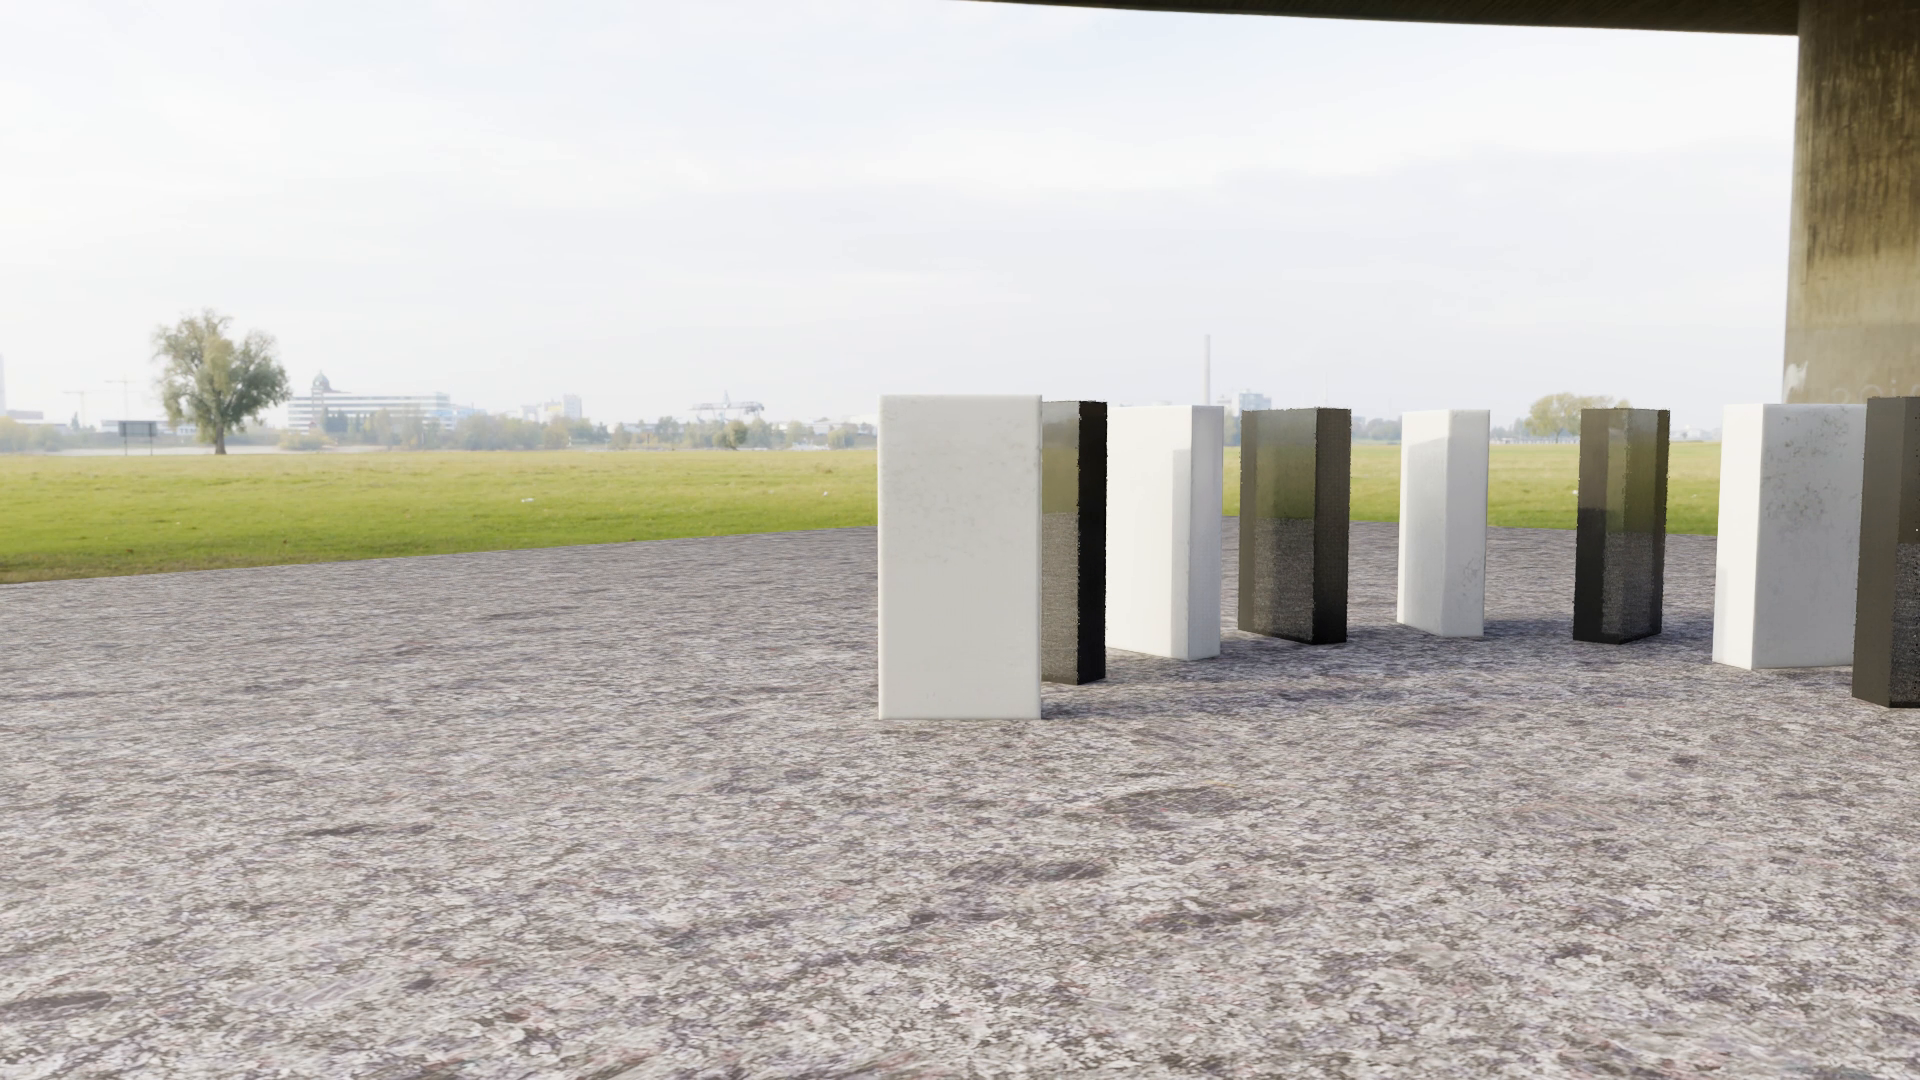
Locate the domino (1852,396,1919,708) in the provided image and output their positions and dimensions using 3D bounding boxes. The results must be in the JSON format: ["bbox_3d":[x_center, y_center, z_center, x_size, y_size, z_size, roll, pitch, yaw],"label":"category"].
[{"bbox_3d":[0.162,0.002,0.209,0.025,0.050,0.010,0,4,3],"label":"domino"}]

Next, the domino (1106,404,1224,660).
[{"bbox_3d":[0.041,-0.002,0.263,0.009,0.050,0.025,-3,5,-38],"label":"domino"}]

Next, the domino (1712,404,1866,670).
[{"bbox_3d":[0.161,-0.001,0.247,0.025,0.050,0.009,-1,4,-11],"label":"domino"}]

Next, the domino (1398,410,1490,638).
[{"bbox_3d":[0.110,-0.004,0.293,0.010,0.050,0.025,0,4,-3],"label":"domino"}]

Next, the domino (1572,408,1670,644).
[{"bbox_3d":[0.145,-0.004,0.282,0.025,0.050,0.010,-4,6,-43],"label":"domino"}]

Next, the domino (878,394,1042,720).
[{"bbox_3d":[0.000,0.002,0.201,0.025,0.050,0.009,0,4,0],"label":"domino"}]

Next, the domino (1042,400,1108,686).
[{"bbox_3d":[0.014,0.000,0.236,0.025,0.050,0.009,3,5,38],"label":"domino"}]

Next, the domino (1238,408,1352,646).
[{"bbox_3d":[0.073,-0.004,0.283,0.009,0.050,0.025,-2,5,-26],"label":"domino"}]
